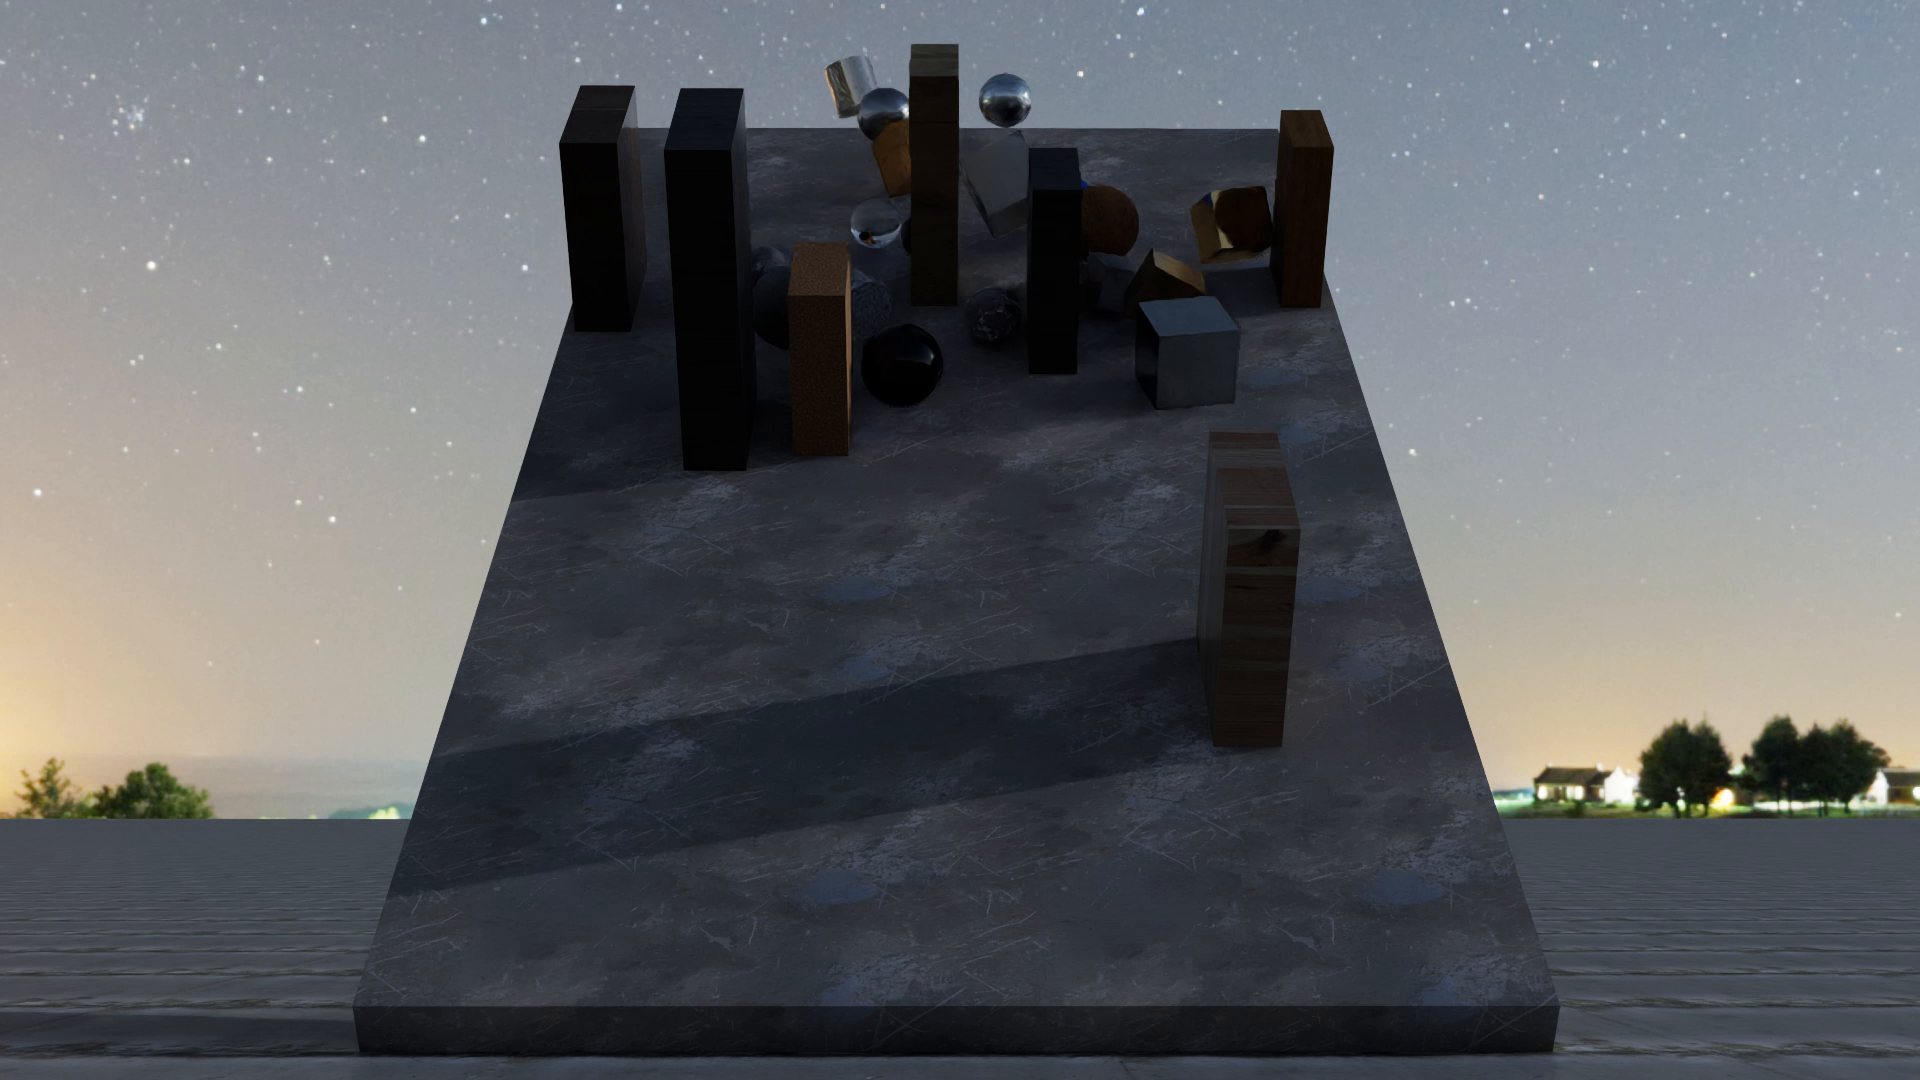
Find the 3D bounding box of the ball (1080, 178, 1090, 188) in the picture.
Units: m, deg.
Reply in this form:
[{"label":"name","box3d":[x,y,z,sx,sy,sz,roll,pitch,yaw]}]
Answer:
[{"label":"ball","box3d":[0.289,-0.926,6.709,0.178,0.178,0.178,0,-6,0]}]

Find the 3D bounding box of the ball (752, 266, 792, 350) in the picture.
[{"label":"ball","box3d":[-0.411,-0.564,5.885,0.203,0.203,0.203,0,-6,0]}]

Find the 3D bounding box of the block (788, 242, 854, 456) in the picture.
[{"label":"block","box3d":[-0.323,-0.447,5.669,0.129,0.409,0.293,0,31,0]}]

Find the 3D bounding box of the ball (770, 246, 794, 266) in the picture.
[{"label":"ball","box3d":[-0.470,-0.680,6.292,0.170,0.170,0.170,0,-6,0]}]

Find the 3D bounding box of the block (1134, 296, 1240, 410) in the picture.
[{"label":"block","box3d":[0.549,-0.456,5.898,0.197,0.197,0.197,-6,31,-10]}]

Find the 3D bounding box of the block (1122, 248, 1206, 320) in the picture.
[{"label":"block","box3d":[0.516,-0.620,6.129,0.149,0.149,0.149,26,24,-11]}]

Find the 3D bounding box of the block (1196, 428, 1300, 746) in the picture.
[{"label":"block","box3d":[0.552,0.090,4.695,0.131,0.484,0.387,0,31,0]}]

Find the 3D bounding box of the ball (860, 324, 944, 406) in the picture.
[{"label":"ball","box3d":[-0.140,-0.421,5.833,0.200,0.200,0.200,0,-6,0]}]

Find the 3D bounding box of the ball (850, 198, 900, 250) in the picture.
[{"label":"ball","box3d":[-0.229,-0.861,6.605,0.137,0.137,0.137,0,-6,0]}]

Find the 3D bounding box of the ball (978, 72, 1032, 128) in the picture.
[{"label":"ball","box3d":[0.127,-1.238,6.826,0.152,0.152,0.152,0,-6,0]}]

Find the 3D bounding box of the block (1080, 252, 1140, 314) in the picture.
[{"label":"block","box3d":[0.395,-0.669,6.306,0.116,0.116,0.116,5,25,-26]}]

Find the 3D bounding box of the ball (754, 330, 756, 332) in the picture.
[{"label":"ball","box3d":[-0.484,-0.585,6.175,0.131,0.131,0.131,0,-6,0]}]

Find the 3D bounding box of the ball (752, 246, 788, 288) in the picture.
[{"label":"ball","box3d":[-0.486,-0.671,6.046,0.123,0.123,0.123,0,-6,0]}]

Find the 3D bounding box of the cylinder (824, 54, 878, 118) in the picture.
[{"label":"cylinder","box3d":[-0.315,-1.339,7.163,0.141,0.141,0.141,-18,-2,-1]}]

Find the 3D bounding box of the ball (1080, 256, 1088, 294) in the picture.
[{"label":"ball","box3d":[0.254,-0.685,6.258,0.152,0.152,0.152,0,-6,0]}]

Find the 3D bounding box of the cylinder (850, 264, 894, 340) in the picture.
[{"label":"cylinder","box3d":[-0.281,-0.613,6.193,0.160,0.160,0.160,6,21,-41]}]

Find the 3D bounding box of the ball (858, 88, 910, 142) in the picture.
[{"label":"ball","box3d":[-0.216,-1.233,7.052,0.164,0.164,0.164,0,-6,0]}]

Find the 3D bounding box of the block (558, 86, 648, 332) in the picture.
[{"label":"block","box3d":[-0.915,-0.858,6.259,0.142,0.512,0.408,0,31,0]}]

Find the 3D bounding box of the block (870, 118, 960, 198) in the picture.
[{"label":"block","box3d":[-0.130,-1.102,6.947,0.165,0.165,0.165,-16,-7,-24]}]

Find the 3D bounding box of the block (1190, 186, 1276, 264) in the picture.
[{"label":"block","box3d":[0.725,-0.839,6.457,0.156,0.156,0.156,-9,-6,-17]}]

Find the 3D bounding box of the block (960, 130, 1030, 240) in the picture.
[{"label":"block","box3d":[0.125,-0.951,6.500,0.180,0.180,0.180,-27,-14,-1]}]

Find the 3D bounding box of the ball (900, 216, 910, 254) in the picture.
[{"label":"ball","box3d":[-0.098,-0.826,6.581,0.129,0.129,0.129,0,-6,0]}]

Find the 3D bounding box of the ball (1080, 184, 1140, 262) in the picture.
[{"label":"ball","box3d":[0.370,-0.833,6.407,0.209,0.209,0.209,0,-6,0]}]

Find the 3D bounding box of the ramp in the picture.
[{"label":"ramp","box3d":[-0.014,-0.204,5.761,2.000,0.100,4.000,0,31,0]}]

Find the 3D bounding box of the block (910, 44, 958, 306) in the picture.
[{"label":"block","box3d":[-0.066,-0.944,6.296,0.122,0.628,0.241,0,31,0]}]

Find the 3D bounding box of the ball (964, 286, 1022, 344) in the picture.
[{"label":"ball","box3d":[0.084,-0.571,6.139,0.146,0.146,0.146,0,-6,0]}]

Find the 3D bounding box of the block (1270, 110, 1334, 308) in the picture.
[{"label":"block","box3d":[0.893,-0.868,6.352,0.103,0.446,0.265,0,31,0]}]

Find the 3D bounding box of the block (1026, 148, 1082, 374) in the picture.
[{"label":"block","box3d":[0.230,-0.692,6.008,0.118,0.489,0.272,0,31,0]}]

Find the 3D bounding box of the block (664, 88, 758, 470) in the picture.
[{"label":"block","box3d":[-0.564,-0.593,5.548,0.144,0.783,0.380,0,31,0]}]
